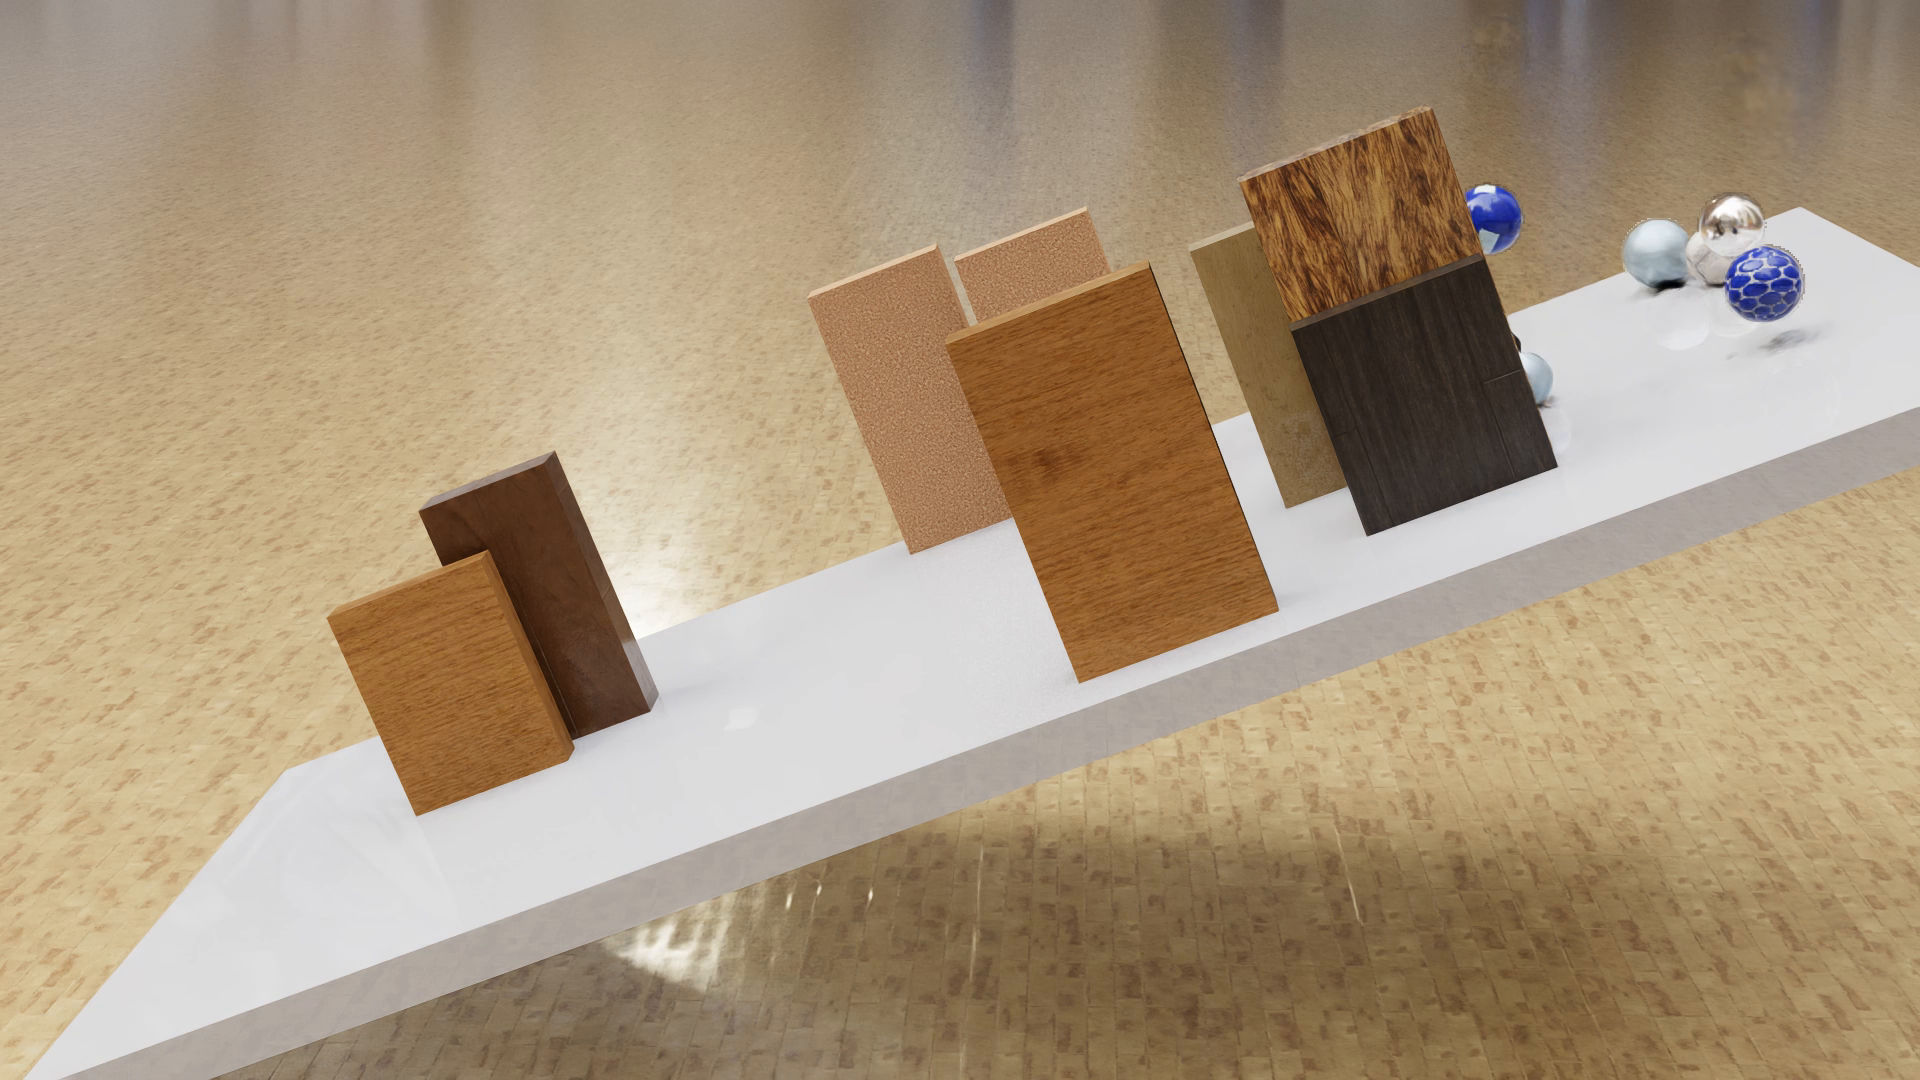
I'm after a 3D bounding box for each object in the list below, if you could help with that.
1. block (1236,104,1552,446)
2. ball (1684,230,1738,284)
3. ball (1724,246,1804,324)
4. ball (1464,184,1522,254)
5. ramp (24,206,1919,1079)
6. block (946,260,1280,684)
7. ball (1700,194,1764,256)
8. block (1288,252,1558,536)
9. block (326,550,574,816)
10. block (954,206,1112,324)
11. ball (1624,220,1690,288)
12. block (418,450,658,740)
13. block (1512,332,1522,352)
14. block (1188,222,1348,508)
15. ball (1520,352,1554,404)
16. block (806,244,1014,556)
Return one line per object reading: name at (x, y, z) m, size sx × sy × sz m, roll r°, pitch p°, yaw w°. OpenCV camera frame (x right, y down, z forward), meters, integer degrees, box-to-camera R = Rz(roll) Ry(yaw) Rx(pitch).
block at (0.851, -0.444, 5.757) m, size 0.392 × 0.711 × 0.108 m, roll -20°, pitch 12°, yaw 7°
ball at (1.682, -0.634, 6.551) m, size 0.130 × 0.130 × 0.130 m, roll 0°, pitch 13°, yaw 0°
ball at (1.596, -0.507, 5.843) m, size 0.151 × 0.151 × 0.151 m, roll 0°, pitch 13°, yaw 0°
ball at (1.065, -0.647, 5.941) m, size 0.140 × 0.140 × 0.140 m, roll 0°, pitch 13°, yaw 0°
ramp at (0.121, 0.175, 6.293) m, size 4.000 × 0.100 × 2.000 m, roll -20°, pitch 12°, yaw 7°
block at (0.282, -0.123, 5.415) m, size 0.394 × 0.681 × 0.108 m, roll -20°, pitch 12°, yaw 7°
ball at (1.628, -0.664, 6.204) m, size 0.132 × 0.132 × 0.132 m, roll 0°, pitch 13°, yaw 0°
block at (0.888, -0.278, 5.642) m, size 0.386 × 0.429 × 0.087 m, roll -20°, pitch 12°, yaw 7°
block at (-1.111, 0.314, 6.438) m, size 0.365 × 0.483 × 0.095 m, roll -20°, pitch 12°, yaw 7°
block at (0.257, -0.411, 6.834) m, size 0.326 × 0.646 × 0.083 m, roll -20°, pitch 12°, yaw 7°
ball at (1.598, -0.655, 6.732) m, size 0.155 × 0.155 × 0.155 m, roll 0°, pitch 13°, yaw 0°
block at (-0.939, 0.144, 6.589) m, size 0.303 × 0.607 × 0.139 m, roll -20°, pitch 12°, yaw 7°
block at (1.086, -0.408, 6.349) m, size 0.174 × 0.174 × 0.174 m, roll 43°, pitch 21°, yaw -3°
block at (0.773, -0.411, 6.082) m, size 0.424 × 0.576 × 0.102 m, roll -20°, pitch 12°, yaw 7°
ball at (1.179, -0.333, 6.137) m, size 0.117 × 0.117 × 0.117 m, roll 0°, pitch 13°, yaw 0°
block at (-0.087, -0.336, 7.057) m, size 0.327 × 0.669 × 0.107 m, roll -20°, pitch 12°, yaw 7°
